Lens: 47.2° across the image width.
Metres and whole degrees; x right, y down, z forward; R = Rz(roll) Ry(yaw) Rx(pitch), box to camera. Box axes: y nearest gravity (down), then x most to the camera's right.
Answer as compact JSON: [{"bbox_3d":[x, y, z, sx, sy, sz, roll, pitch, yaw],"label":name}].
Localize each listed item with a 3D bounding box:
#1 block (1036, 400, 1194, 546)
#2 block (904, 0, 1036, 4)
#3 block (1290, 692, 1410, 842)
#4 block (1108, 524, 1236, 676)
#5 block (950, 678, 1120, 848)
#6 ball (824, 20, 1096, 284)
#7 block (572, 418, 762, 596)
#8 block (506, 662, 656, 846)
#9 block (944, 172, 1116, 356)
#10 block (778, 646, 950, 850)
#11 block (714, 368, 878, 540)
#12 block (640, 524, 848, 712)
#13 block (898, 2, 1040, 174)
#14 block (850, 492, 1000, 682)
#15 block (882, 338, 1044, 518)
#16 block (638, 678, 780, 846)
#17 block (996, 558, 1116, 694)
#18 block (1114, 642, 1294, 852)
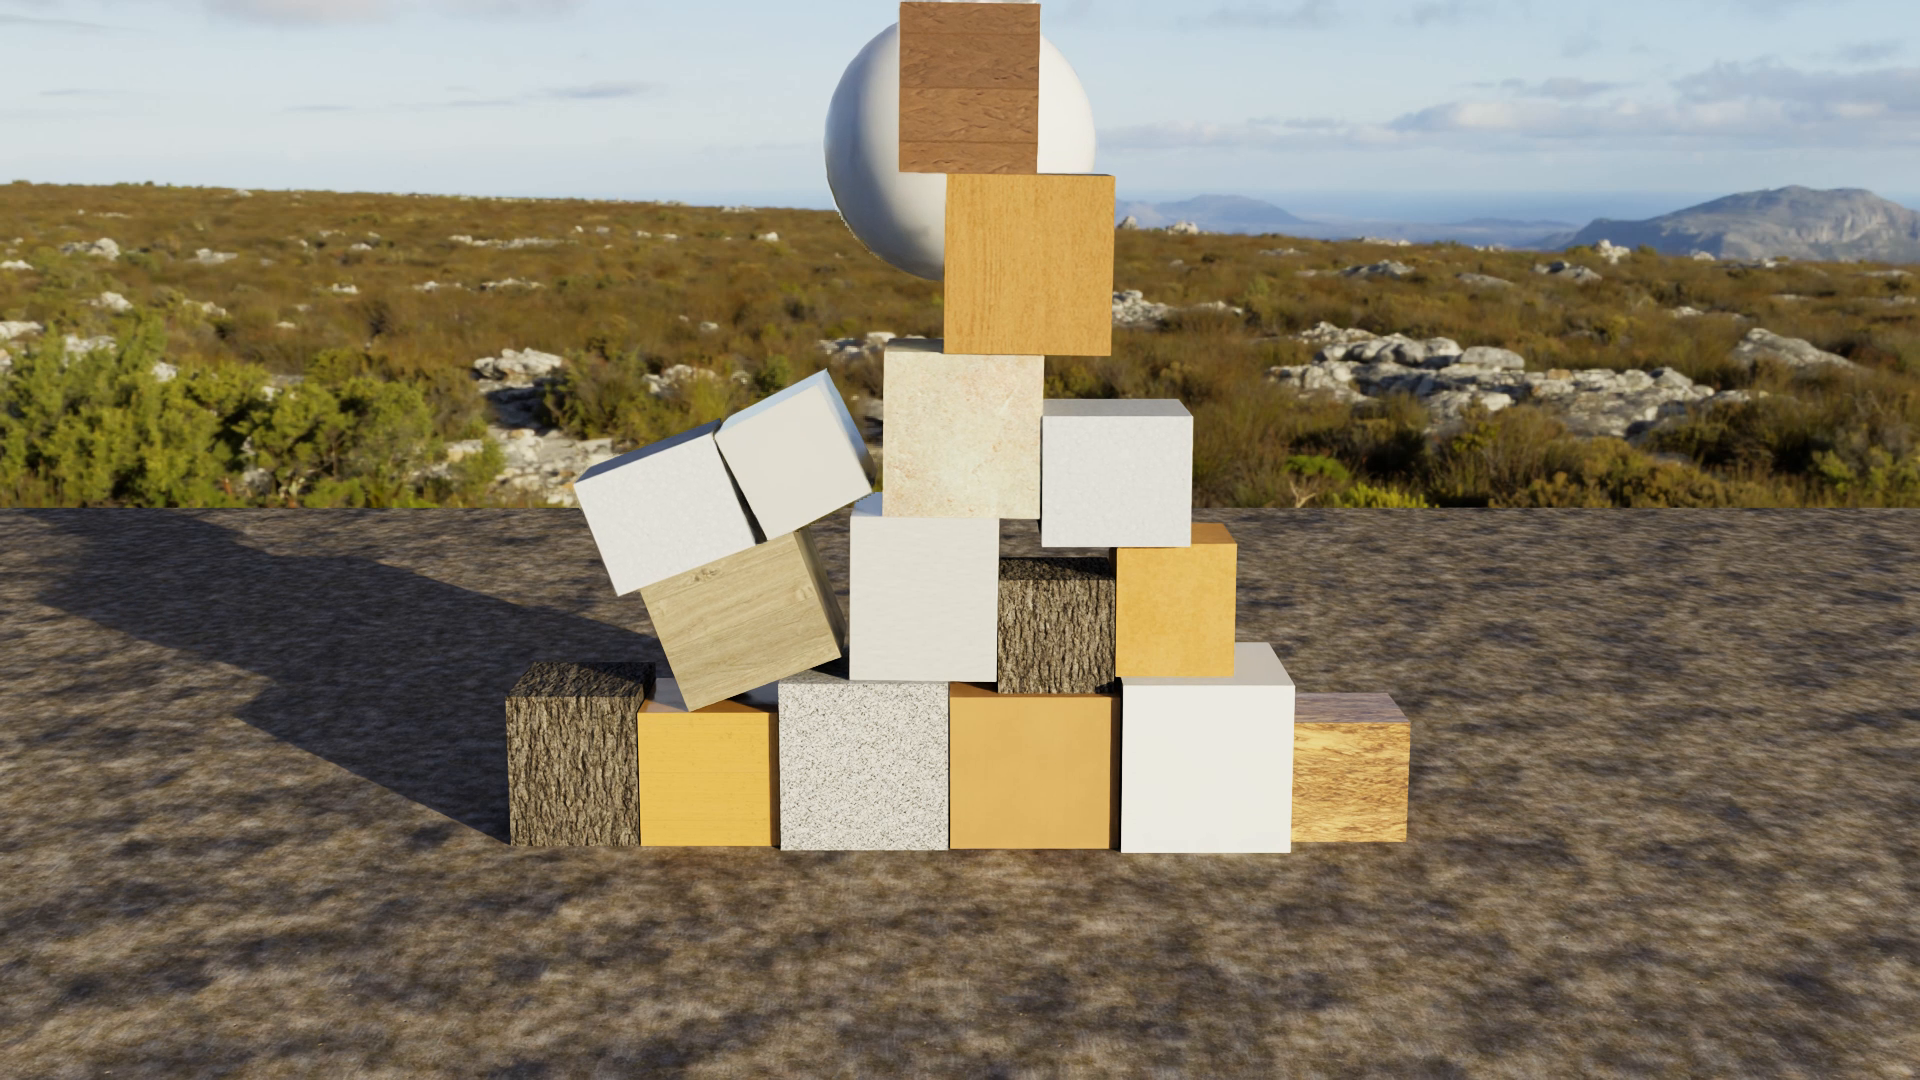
[{"bbox_3d":[0.768,-0.349,11.107,0.730,0.645,0.733,0,10,0],"label":"block"},{"bbox_3d":[0.054,-2.883,10.645,0.623,0.586,0.610,1,10,0],"label":"block"},{"bbox_3d":[1.961,1.169,11.397,0.604,0.622,0.608,0,10,0],"label":"block"},{"bbox_3d":[1.075,0.298,11.241,0.592,0.677,0.598,0,10,0],"label":"block"},{"bbox_3d":[0.373,1.090,11.392,0.845,0.780,0.847,0,10,0],"label":"block"},{"bbox_3d":[0.000,-2.302,12.870,1.600,1.600,1.600,0,10,0],"label":"ball"},{"bbox_3d":[-1.463,-0.176,11.111,0.721,0.596,0.638,-20,10,2],"label":"block"},{"bbox_3d":[-1.940,1.095,11.380,0.645,0.773,0.742,0,10,0],"label":"block"},{"bbox_3d":[0.332,-1.387,10.933,0.807,0.856,0.782,1,10,0],"label":"block"},{"bbox_3d":[-0.478,1.058,11.360,0.838,0.855,0.847,0,10,0],"label":"block"},{"bbox_3d":[-0.815,-0.438,11.105,0.568,0.592,0.700,-26,10,5],"label":"block"},{"bbox_3d":[-1.091,0.348,11.241,0.812,0.672,0.694,-20,10,3],"label":"block"},{"bbox_3d":[0.044,-2.204,10.780,0.665,0.797,0.697,1,10,0],"label":"block"},{"bbox_3d":[-0.178,0.225,11.237,0.729,0.823,0.772,1,10,0],"label":"block"},{"bbox_3d":[0.014,-0.575,11.096,0.775,0.809,0.760,1,10,0],"label":"block"},{"bbox_3d":[-1.259,1.137,11.382,0.701,0.691,0.726,0,10,0],"label":"block"},{"bbox_3d":[0.479,0.428,11.240,0.578,0.576,0.616,0,10,0],"label":"block"},{"bbox_3d":[1.227,1.054,11.370,0.844,0.857,0.950,0,10,0],"label":"block"}]
